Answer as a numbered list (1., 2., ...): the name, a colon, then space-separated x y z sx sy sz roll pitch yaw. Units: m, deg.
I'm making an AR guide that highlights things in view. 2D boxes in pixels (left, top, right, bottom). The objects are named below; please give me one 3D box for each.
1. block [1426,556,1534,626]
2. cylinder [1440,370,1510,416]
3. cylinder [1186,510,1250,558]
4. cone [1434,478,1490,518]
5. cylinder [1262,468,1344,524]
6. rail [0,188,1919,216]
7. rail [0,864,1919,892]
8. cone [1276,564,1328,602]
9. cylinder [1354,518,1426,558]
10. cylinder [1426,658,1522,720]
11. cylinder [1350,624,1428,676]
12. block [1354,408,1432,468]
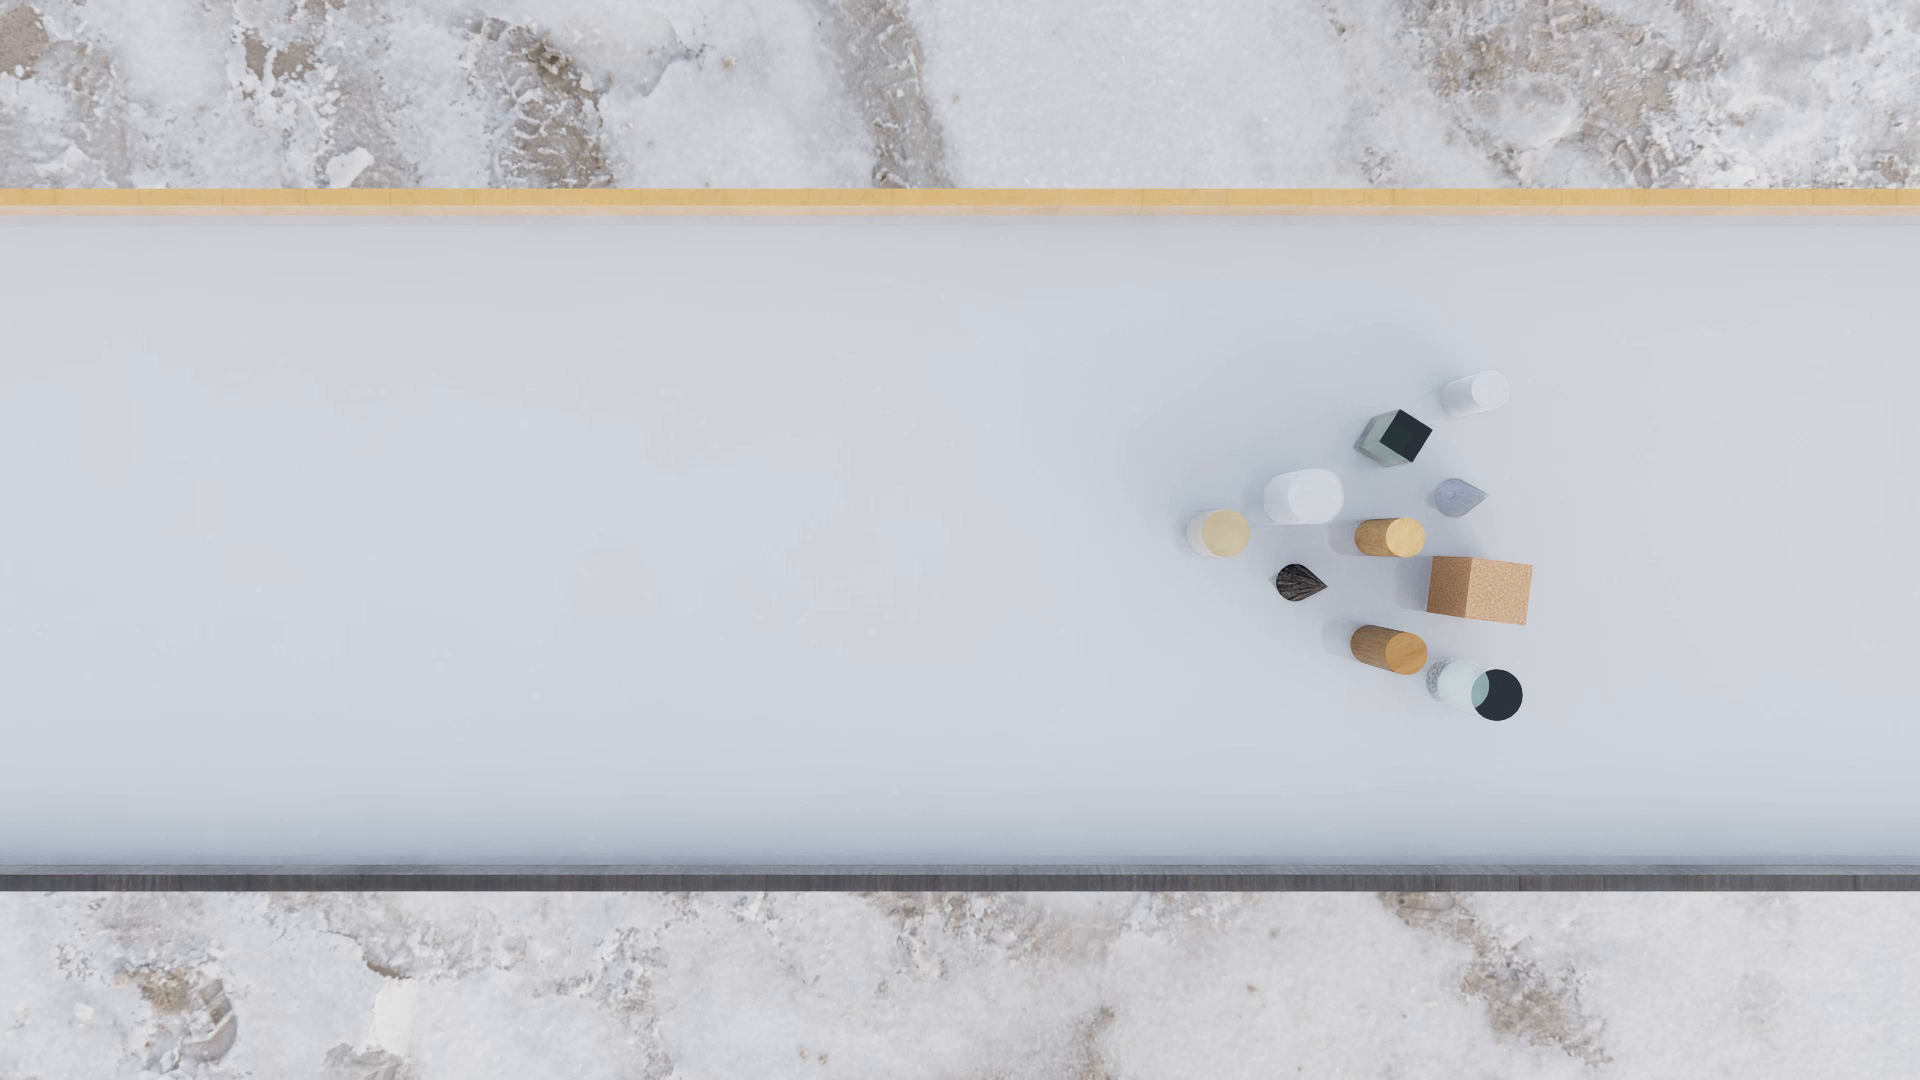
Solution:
1. block: 1.532 0.146 4.883 0.174 0.388 0.174 7 90 0
2. cylinder: 1.536 -0.435 4.925 0.112 0.304 0.112 0 90 0
3. cylinder: 0.762 -0.019 4.901 0.138 0.351 0.138 0 90 0
4. cone: 1.521 -0.129 4.905 0.120 0.343 0.120 0 90 0
5. cylinder: 1.009 -0.125 4.878 0.158 0.396 0.158 0 90 0
6. rail: -2.247 -1.025 5.002 12.000 0.150 0.050 0 90 0
7. rail: -2.247 1.025 5.001 12.000 0.150 0.050 0 90 0
8. cone: 1.032 0.131 4.847 0.116 0.458 0.116 0 90 0
9. cylinder: 1.271 -0.007 4.890 0.114 0.373 0.114 0 90 0
10. cylinder: 1.507 0.435 4.853 0.146 0.448 0.146 0 90 0
11. cylinder: 1.262 0.322 4.869 0.121 0.415 0.121 0 90 0
12. block: 1.287 -0.301 4.917 0.113 0.319 0.113 32 90 0
